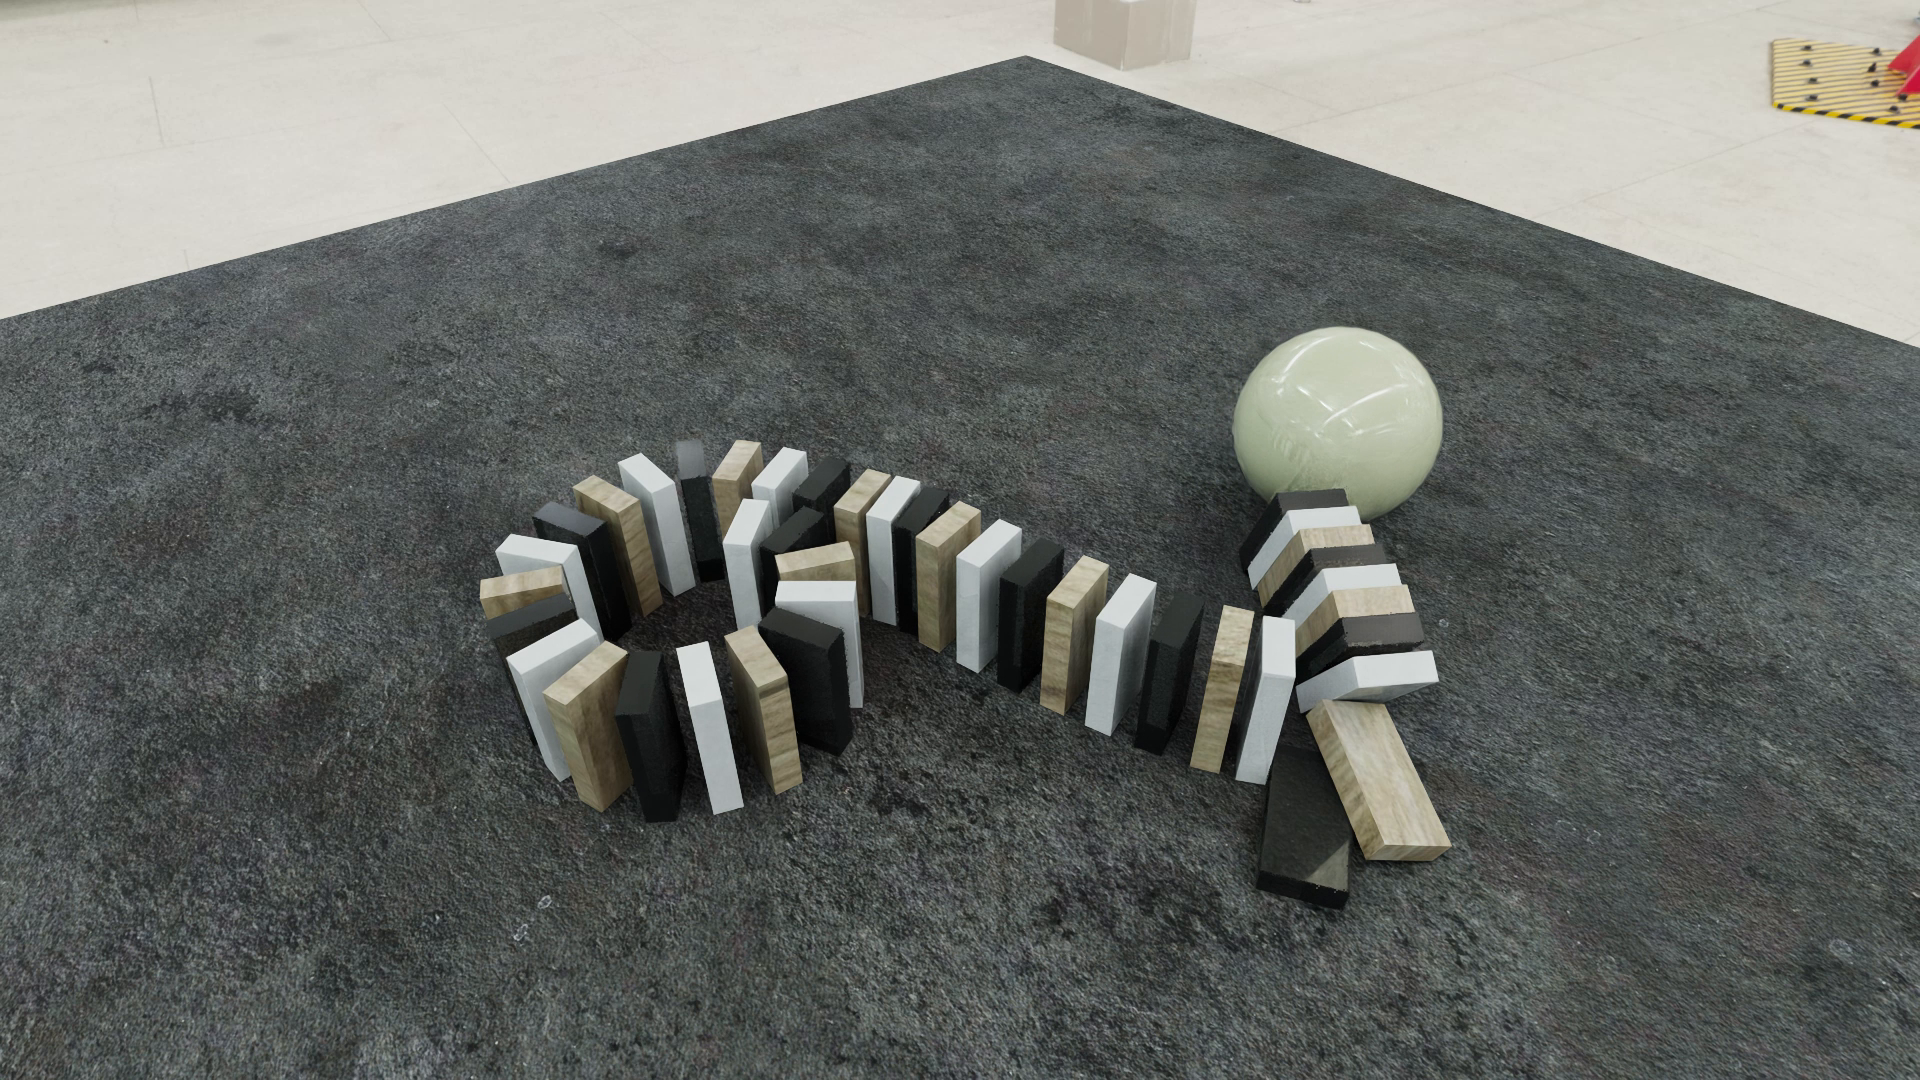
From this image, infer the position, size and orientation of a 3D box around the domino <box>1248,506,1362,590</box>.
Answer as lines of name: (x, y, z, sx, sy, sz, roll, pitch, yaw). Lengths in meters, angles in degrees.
domino: (0.127, 0.004, 0.407, 0.025, 0.050, 0.009, -4, 65, -5)

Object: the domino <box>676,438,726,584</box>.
domino: (-0.100, -0.011, 0.425, 0.010, 0.050, 0.025, -10, 40, -12)

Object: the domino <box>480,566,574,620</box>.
domino: (-0.142, 0.033, 0.371, 0.025, 0.050, 0.009, -11, 41, -13)

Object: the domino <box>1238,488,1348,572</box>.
domino: (0.125, -0.003, 0.415, 0.025, 0.050, 0.009, -4, 65, -5)

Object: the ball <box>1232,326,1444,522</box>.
ball: (0.151, -0.045, 0.443, 0.080, 0.080, 0.080, 0, 39, 0)

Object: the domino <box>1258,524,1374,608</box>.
domino: (0.128, 0.010, 0.399, 0.025, 0.050, 0.009, -4, 65, -5)

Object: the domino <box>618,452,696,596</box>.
domino: (-0.115, -0.005, 0.418, 0.010, 0.050, 0.025, -29, 47, -31)

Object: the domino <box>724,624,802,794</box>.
domino: (-0.061, 0.054, 0.346, 0.009, 0.050, 0.025, -22, 44, -24)

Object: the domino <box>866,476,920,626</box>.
domino: (-0.024, 0.004, 0.406, 0.009, 0.050, 0.025, 15, 42, 17)

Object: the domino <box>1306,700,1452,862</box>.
domino: (0.129, 0.074, 0.341, 0.025, 0.009, 0.050, 7, 46, -21)

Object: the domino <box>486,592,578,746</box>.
domino: (-0.134, 0.043, 0.359, 0.025, 0.050, 0.010, -22, 44, -25)

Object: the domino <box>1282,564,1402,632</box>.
domino: (0.131, 0.024, 0.383, 0.025, 0.050, 0.010, -4, 65, -5)

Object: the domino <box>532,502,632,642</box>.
domino: (-0.136, 0.012, 0.397, 0.025, 0.050, 0.010, 18, 43, 21)

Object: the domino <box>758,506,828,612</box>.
domino: (-0.057, 0.016, 0.392, 0.009, 0.050, 0.025, 20, 44, 23)

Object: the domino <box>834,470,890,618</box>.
domino: (-0.035, 0.002, 0.410, 0.010, 0.050, 0.025, 17, 42, 19)

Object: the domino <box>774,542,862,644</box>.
domino: (-0.048, 0.025, 0.381, 0.025, 0.050, 0.009, -11, 41, -13)

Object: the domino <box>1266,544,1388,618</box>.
domino: (0.129, 0.017, 0.391, 0.025, 0.050, 0.010, -4, 65, -5)

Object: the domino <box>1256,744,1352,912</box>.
domino: (0.107, 0.087, 0.338, 0.025, 0.009, 0.050, 11, 41, 13)

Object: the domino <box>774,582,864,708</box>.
domino: (-0.046, 0.036, 0.368, 0.025, 0.050, 0.010, 0, 39, 0)

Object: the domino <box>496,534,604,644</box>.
domino: (-0.142, 0.022, 0.384, 0.025, 0.050, 0.010, 9, 40, 11)

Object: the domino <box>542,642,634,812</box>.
domino: (-0.110, 0.058, 0.340, 0.010, 0.050, 0.025, 21, 44, 24)

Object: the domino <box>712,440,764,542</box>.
domino: (-0.083, -0.010, 0.424, 0.009, 0.050, 0.025, 8, 40, 10)

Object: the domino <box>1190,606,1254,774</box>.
domino: (0.084, 0.048, 0.352, 0.009, 0.050, 0.025, 12, 41, 14)

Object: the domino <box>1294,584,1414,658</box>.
domino: (0.131, 0.030, 0.375, 0.025, 0.050, 0.009, -4, 65, -5)

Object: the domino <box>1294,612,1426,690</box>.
domino: (0.131, 0.038, 0.366, 0.025, 0.050, 0.009, -4, 67, -5)

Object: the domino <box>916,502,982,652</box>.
domino: (-0.004, 0.014, 0.395, 0.009, 0.050, 0.025, 25, 46, 28)

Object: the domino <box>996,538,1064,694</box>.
domino: (0.024, 0.027, 0.379, 0.009, 0.050, 0.025, 24, 45, 26)

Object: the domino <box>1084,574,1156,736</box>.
domino: (0.053, 0.038, 0.365, 0.010, 0.050, 0.025, 21, 44, 24)

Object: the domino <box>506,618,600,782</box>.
domino: (-0.124, 0.051, 0.349, 0.025, 0.050, 0.009, -31, 49, -32)

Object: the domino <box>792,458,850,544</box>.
domino: (-0.051, -0.003, 0.415, 0.009, 0.050, 0.025, 16, 42, 19)

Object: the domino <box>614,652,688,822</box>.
domino: (-0.094, 0.061, 0.337, 0.009, 0.050, 0.025, -2, 39, -2)

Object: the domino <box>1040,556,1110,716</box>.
domino: (0.038, 0.033, 0.372, 0.009, 0.050, 0.025, 22, 44, 25)

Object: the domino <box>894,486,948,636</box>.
domino: (-0.013, 0.008, 0.401, 0.009, 0.050, 0.025, 15, 42, 18)

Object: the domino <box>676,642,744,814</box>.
domino: (-0.077, 0.059, 0.340, 0.009, 0.050, 0.025, -13, 41, -15)

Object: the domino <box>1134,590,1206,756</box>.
domino: (0.068, 0.044, 0.358, 0.009, 0.050, 0.025, 18, 43, 21)

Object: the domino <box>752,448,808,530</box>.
domino: (-0.066, -0.007, 0.420, 0.009, 0.050, 0.025, 13, 41, 16)

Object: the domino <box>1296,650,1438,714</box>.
domino: (0.131, 0.047, 0.357, 0.025, 0.050, 0.009, -4, 73, -5)

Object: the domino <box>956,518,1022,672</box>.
domino: (0.010, 0.020, 0.387, 0.010, 0.050, 0.025, 25, 45, 27)

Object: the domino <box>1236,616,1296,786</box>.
domino: (0.097, 0.051, 0.349, 0.010, 0.050, 0.025, 8, 40, 10)

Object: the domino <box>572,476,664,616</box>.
domino: (-0.126, 0.003, 0.408, 0.025, 0.050, 0.009, 25, 46, 28)

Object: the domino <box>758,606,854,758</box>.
domino: (-0.049, 0.046, 0.355, 0.025, 0.050, 0.010, 17, 42, 19)

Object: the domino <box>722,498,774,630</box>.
domino: (-0.074, 0.013, 0.396, 0.010, 0.050, 0.025, 5, 40, 6)
